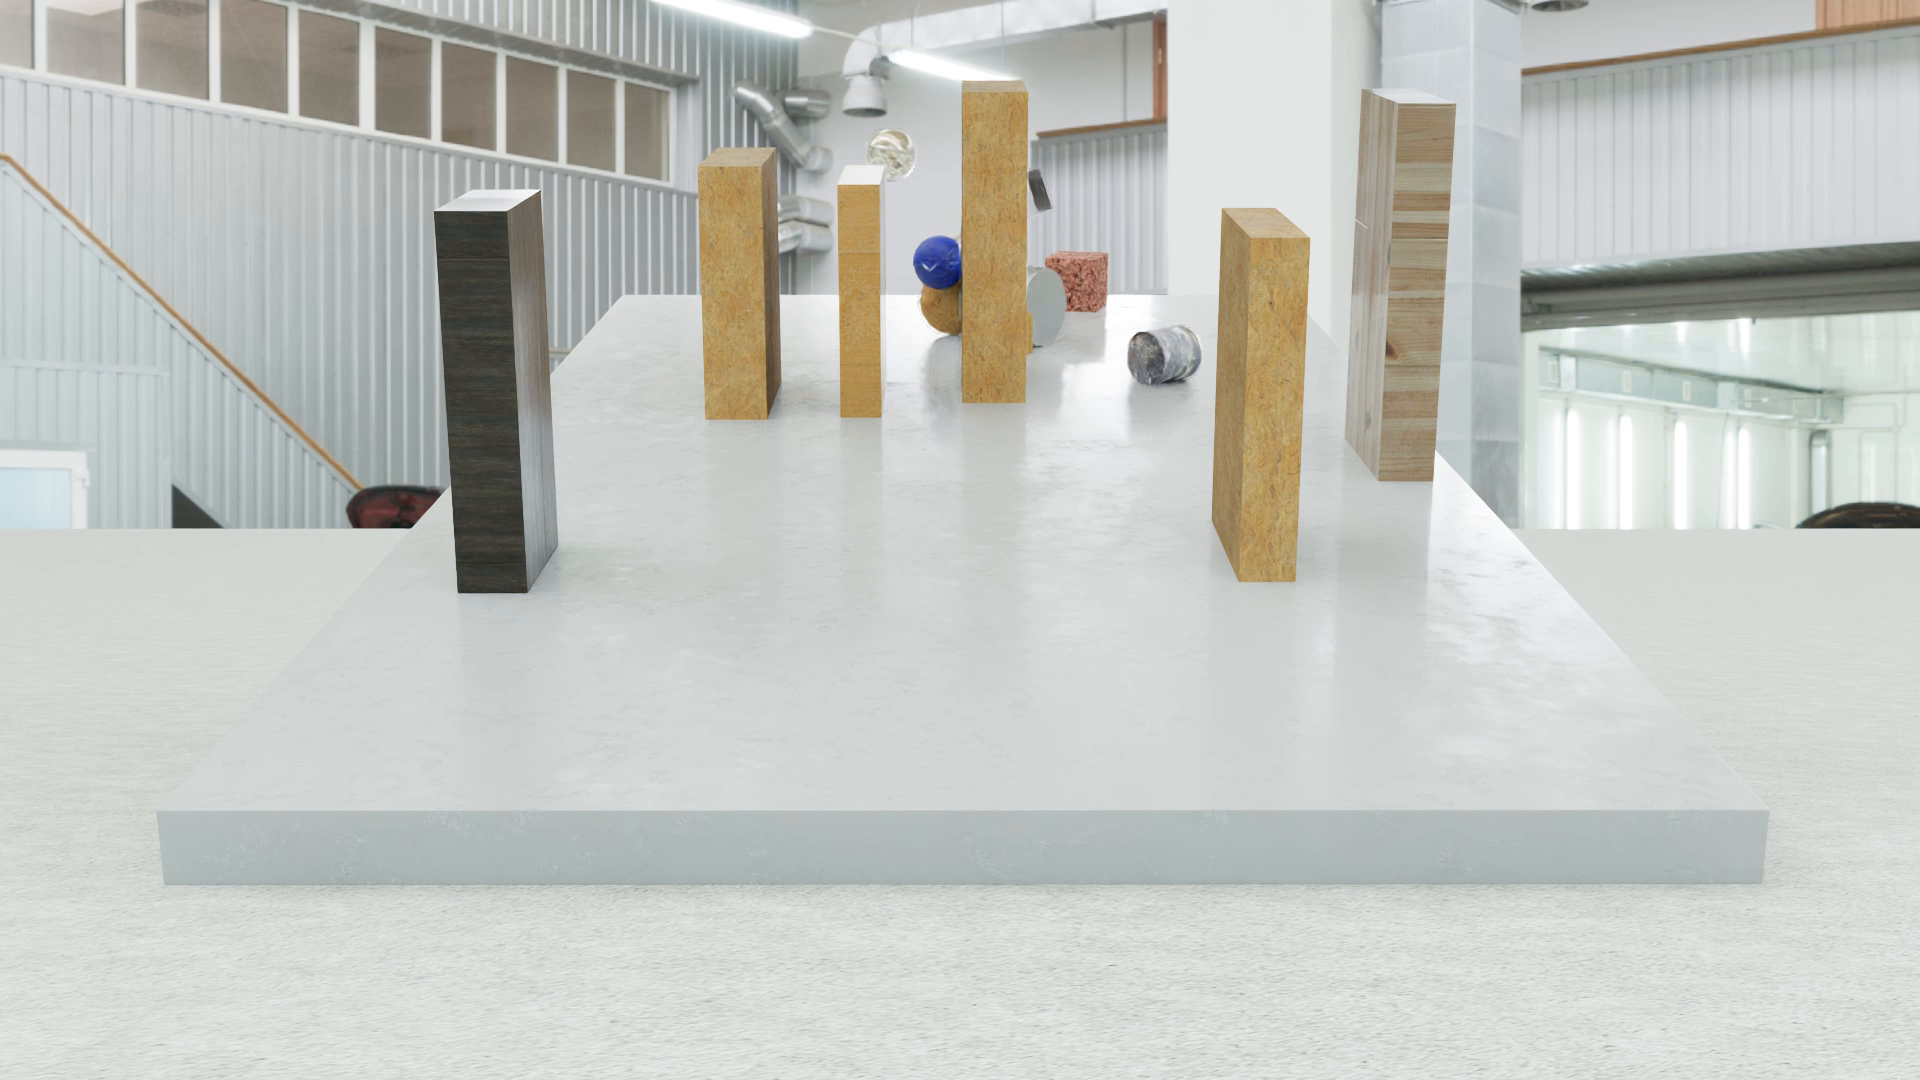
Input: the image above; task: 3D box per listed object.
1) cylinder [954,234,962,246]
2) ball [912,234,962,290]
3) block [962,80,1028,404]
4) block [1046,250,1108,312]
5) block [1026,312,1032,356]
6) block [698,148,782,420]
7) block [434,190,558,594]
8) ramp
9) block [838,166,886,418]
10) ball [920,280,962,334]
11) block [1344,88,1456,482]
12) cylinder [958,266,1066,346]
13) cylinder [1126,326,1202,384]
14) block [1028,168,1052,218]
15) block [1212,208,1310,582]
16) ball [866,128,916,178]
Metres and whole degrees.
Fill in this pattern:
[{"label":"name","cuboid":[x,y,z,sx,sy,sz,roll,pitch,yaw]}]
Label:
[{"label":"cylinder","cuboid":[0.076,-0.755,6.186,0.189,0.189,0.189,-12,36,9]},{"label":"ball","cuboid":[-0.054,-0.729,5.769,0.143,0.143,0.143,0,0,0]},{"label":"block","cuboid":[0.078,-0.711,5.181,0.146,0.705,0.415,0,15,0]},{"label":"block","cuboid":[0.337,-0.747,6.349,0.150,0.150,0.150,4,16,15]},{"label":"block","cuboid":[0.112,-0.528,5.644,0.105,0.105,0.105,12,20,38]},{"label":"block","cuboid":[-0.499,-0.595,5.033,0.138,0.559,0.431,0,15,0]},{"label":"block","cuboid":[-0.768,-0.253,3.672,0.115,0.626,0.294,0,15,0]},{"label":"ramp","cuboid":[-0.002,-0.151,4.667,2.000,0.100,4.000,0,15,0]},{"label":"block","cuboid":[-0.222,-0.578,5.047,0.092,0.519,0.405,0,15,0]},{"label":"ball","cuboid":[-0.018,-0.643,5.916,0.182,0.182,0.182,0,0,0]},{"label":"block","cuboid":[0.883,-0.523,4.445,0.109,0.737,0.391,0,15,0]},{"label":"cylinder","cuboid":[0.138,-0.624,5.802,0.205,0.205,0.205,11,7,35]},{"label":"cylinder","cuboid":[0.491,-0.447,5.306,0.128,0.128,0.128,-13,9,-40]},{"label":"block","cuboid":[0.169,-1.005,6.462,0.124,0.124,0.124,-14,6,44]},{"label":"block","cuboid":[0.514,-0.261,3.798,0.096,0.576,0.401,0,15,0]},{"label":"ball","cuboid":[-0.202,-1.124,6.397,0.144,0.144,0.144,0,0,0]}]
